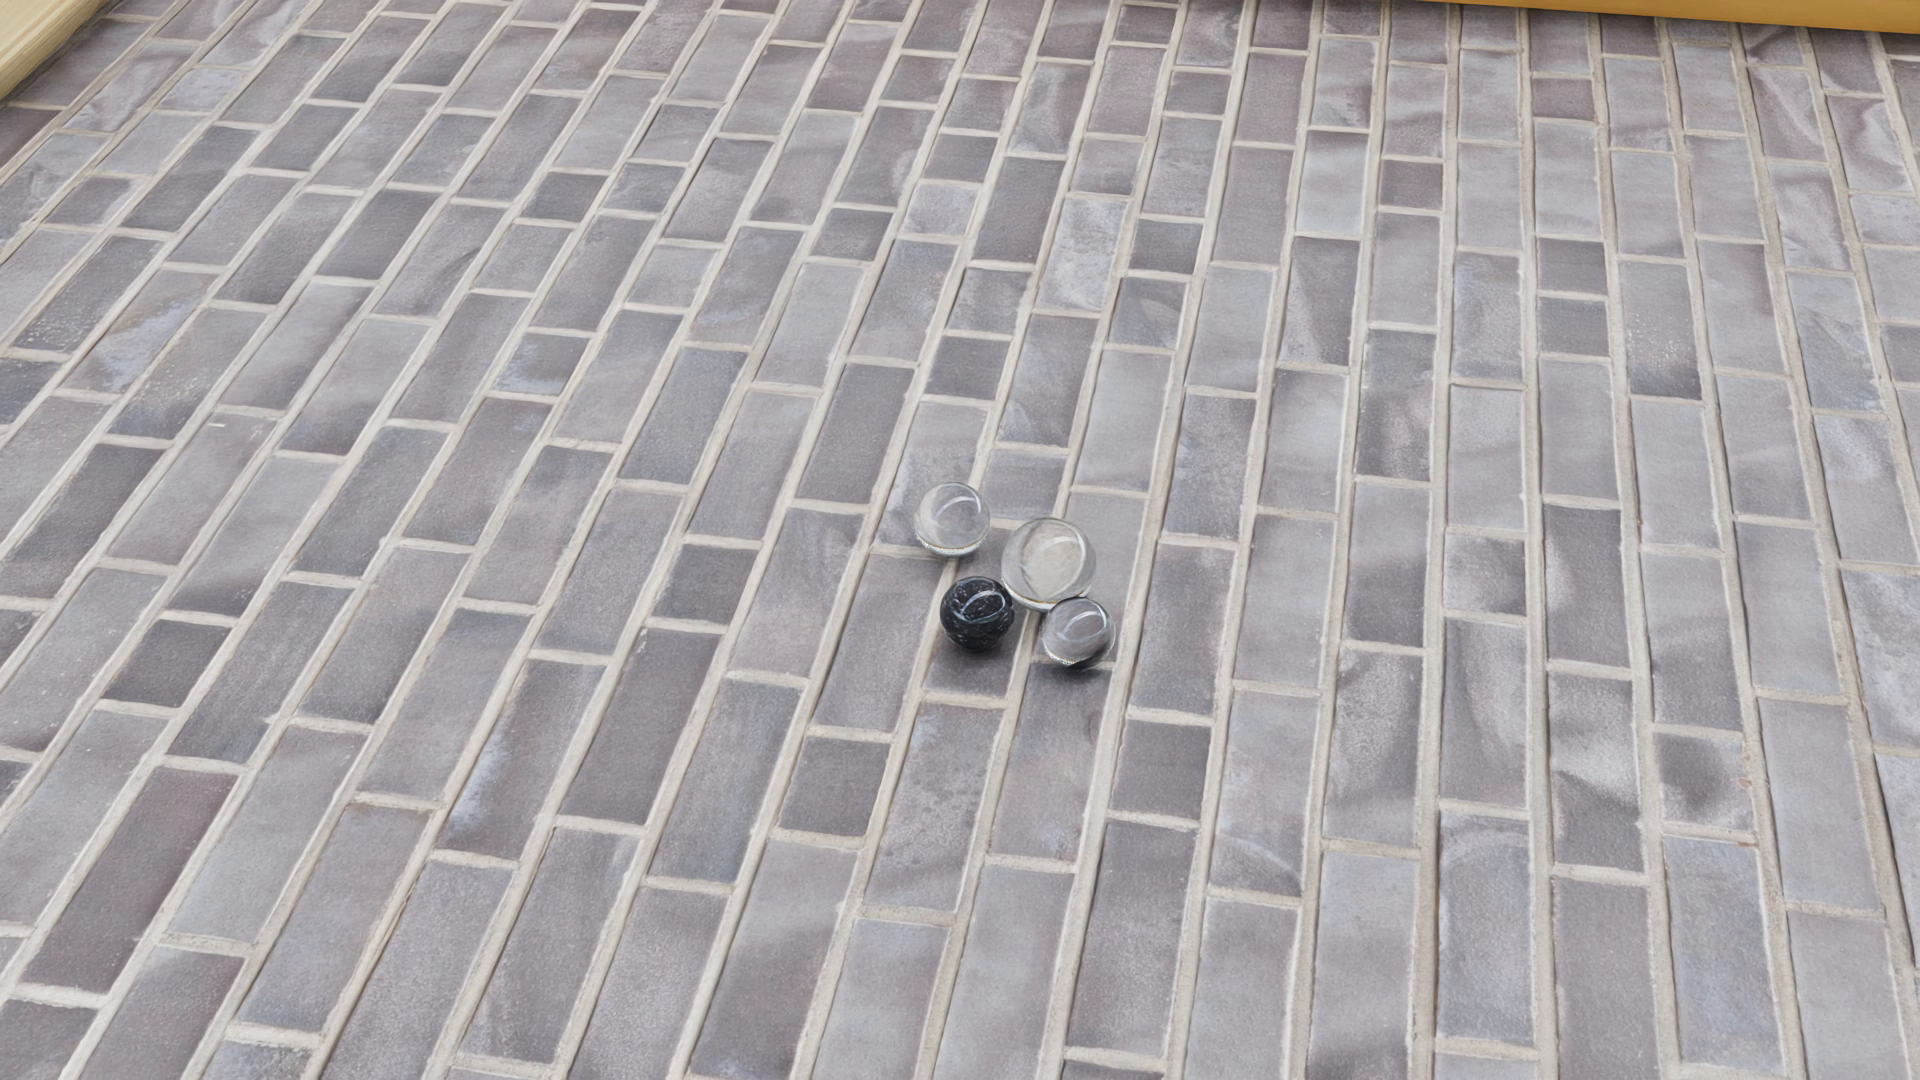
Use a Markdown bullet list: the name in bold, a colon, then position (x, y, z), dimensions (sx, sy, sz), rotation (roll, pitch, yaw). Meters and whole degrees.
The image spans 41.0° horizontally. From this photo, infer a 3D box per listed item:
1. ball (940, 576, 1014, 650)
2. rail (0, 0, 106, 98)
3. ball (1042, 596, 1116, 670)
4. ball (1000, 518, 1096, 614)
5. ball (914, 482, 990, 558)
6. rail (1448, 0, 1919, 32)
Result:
- **ball**: position (0.011, 0.049, 1.711), dimensions (0.050, 0.050, 0.050), rotation (0, 35, 0)
- **rail**: position (-0.977, -0.122, 1.894), dimensions (0.045, 0.116, 2.093), rotation (6, 36, 8)
- **ball**: position (0.078, 0.061, 1.695), dimensions (0.049, 0.049, 0.049), rotation (0, 35, 0)
- **ball**: position (0.060, 0.017, 1.743), dimensions (0.065, 0.065, 0.065), rotation (0, 35, 0)
- **ball**: position (-0.006, -0.014, 1.797), dimensions (0.054, 0.054, 0.054), rotation (0, 35, 0)
- **rail**: position (1.172, -0.511, 2.442), dimensions (4.060, 0.116, 0.045), rotation (6, 36, 8)
